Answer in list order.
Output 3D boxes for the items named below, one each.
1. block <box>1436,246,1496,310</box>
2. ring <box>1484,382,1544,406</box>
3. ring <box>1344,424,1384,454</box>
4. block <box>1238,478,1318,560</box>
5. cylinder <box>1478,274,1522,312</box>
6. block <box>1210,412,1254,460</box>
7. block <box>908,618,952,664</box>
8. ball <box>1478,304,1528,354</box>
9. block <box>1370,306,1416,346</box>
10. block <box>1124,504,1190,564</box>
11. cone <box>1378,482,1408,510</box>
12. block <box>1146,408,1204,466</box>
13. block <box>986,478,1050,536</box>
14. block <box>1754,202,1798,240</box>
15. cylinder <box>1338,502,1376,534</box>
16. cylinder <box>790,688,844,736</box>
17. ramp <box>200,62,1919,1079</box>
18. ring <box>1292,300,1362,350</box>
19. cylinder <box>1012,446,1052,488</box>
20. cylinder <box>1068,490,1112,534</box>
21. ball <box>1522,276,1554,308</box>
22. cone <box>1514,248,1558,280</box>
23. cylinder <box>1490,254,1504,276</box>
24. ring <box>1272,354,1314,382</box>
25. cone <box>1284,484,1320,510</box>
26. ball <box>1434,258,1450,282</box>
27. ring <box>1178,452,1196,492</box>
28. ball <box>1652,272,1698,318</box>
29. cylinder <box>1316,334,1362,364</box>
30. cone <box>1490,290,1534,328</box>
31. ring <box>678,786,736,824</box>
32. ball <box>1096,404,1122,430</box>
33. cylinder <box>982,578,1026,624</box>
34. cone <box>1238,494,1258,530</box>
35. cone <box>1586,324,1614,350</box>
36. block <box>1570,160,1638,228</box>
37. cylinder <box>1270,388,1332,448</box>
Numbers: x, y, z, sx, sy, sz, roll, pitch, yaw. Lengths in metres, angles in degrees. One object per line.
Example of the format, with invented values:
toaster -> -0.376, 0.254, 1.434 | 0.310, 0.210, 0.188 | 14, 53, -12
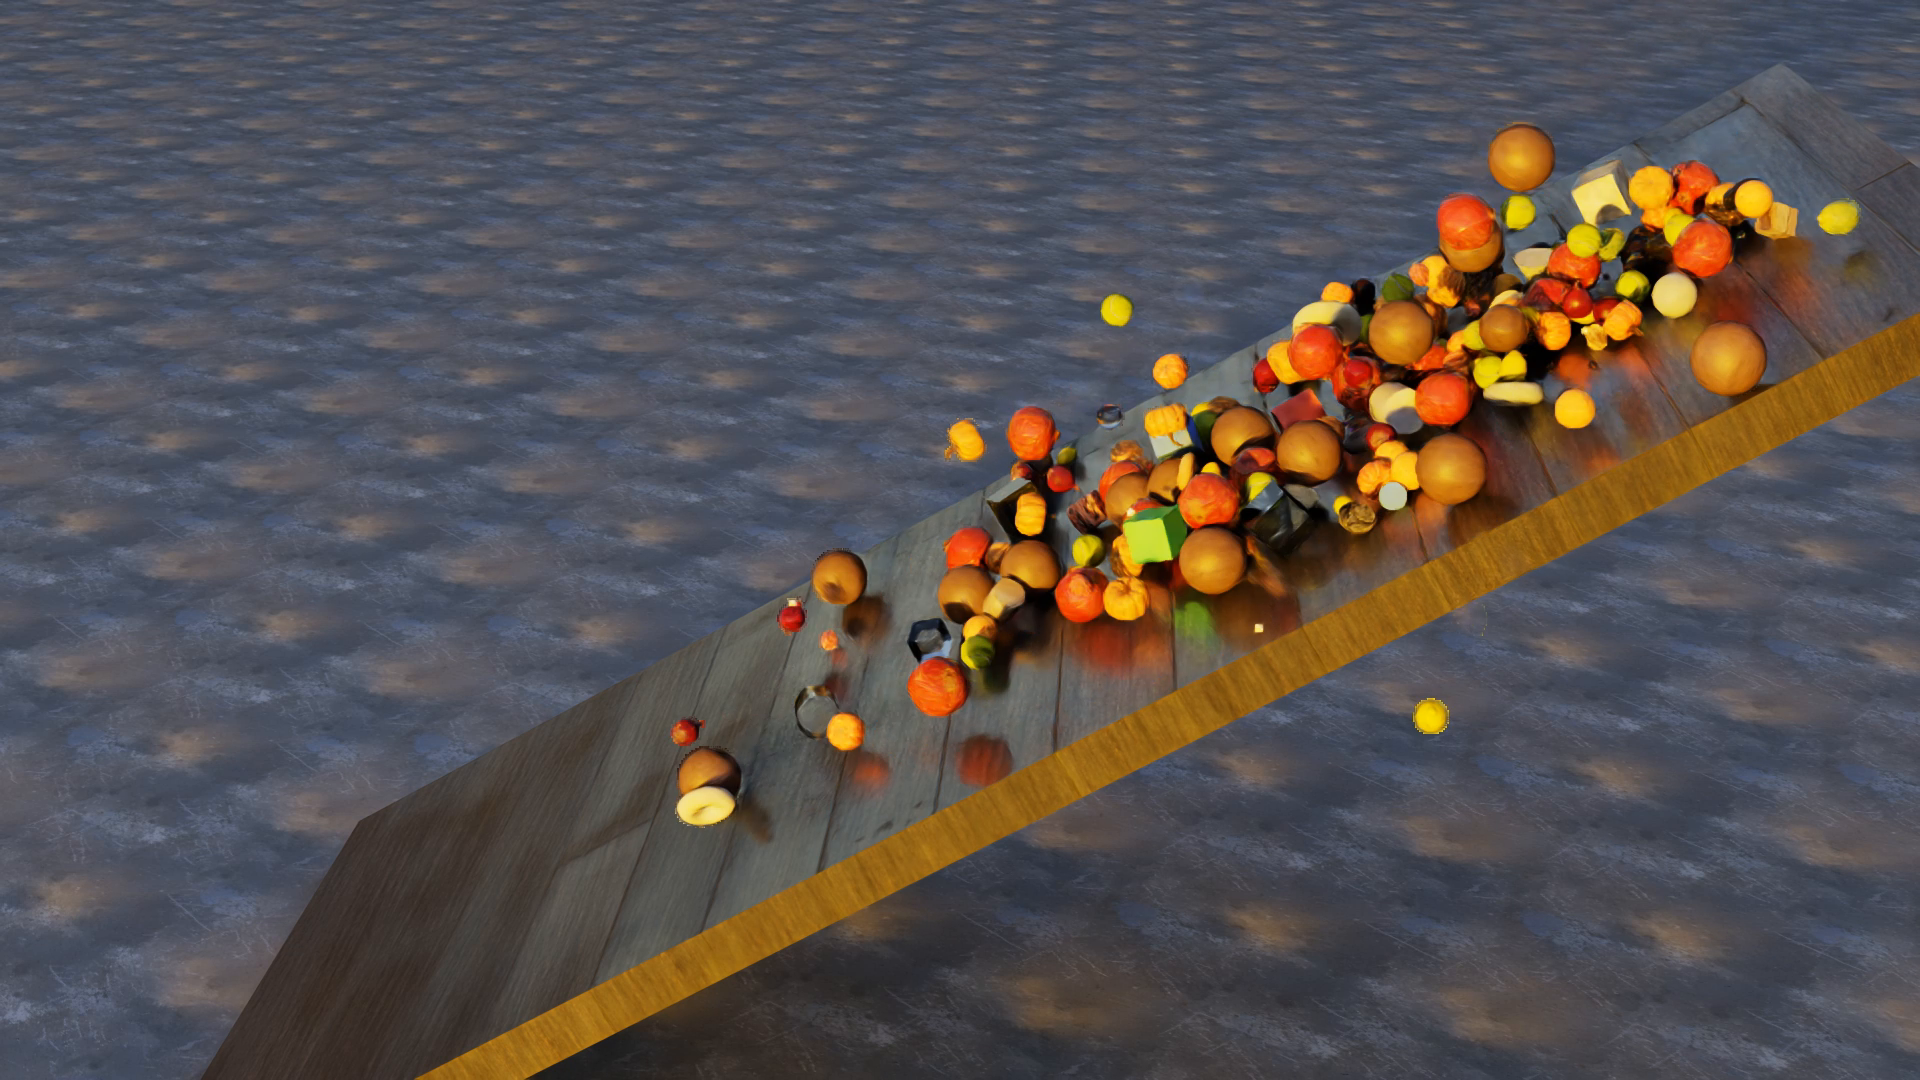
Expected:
block -> 1.101, -0.567, 6.361 | 0.092, 0.092, 0.092 | -18, 11, 28
ring -> 1.052, -0.277, 5.584 | 0.115, 0.038, 0.115 | 0, -4, 0
ring -> 0.813, -0.204, 5.916 | 0.089, 0.030, 0.089 | -30, 13, 8
block -> 0.605, -0.039, 5.585 | 0.095, 0.095, 0.095 | 40, 9, -18
cylinder -> 1.133, -0.511, 6.161 | 0.077, 0.077, 0.077 | -3, -8, -9
block -> 0.589, -0.225, 6.358 | 0.068, 0.068, 0.068 | -28, 15, 12
block -> -0.061, 0.209, 6.075 | 0.063, 0.063, 0.063 | -11, 38, 23
ball -> 1.054, -0.410, 5.704 | 0.096, 0.096, 0.096 | 0, 18, 0
block -> 0.913, -0.453, 6.213 | 0.058, 0.058, 0.058 | 40, 18, 30
block -> 0.389, -0.011, 5.816 | 0.087, 0.087, 0.087 | -8, 15, 31
cone -> 0.810, -0.076, 5.505 | 0.054, 0.054, 0.054 | 2, -10, 7
block -> 0.453, -0.215, 6.199 | 0.082, 0.082, 0.082 | -24, -20, 17
block -> 0.134, -0.076, 6.728 | 0.093, 0.093, 0.093 | -34, 15, -12
block -> 1.574, -0.615, 5.671 | 0.053, 0.053, 0.053 | 15, -9, -28
cylinder -> 0.737, -0.042, 5.461 | 0.054, 0.054, 0.054 | -4, 7, -12
cylinder -> -0.297, 0.359, 6.124 | 0.093, 0.093, 0.093 | -6, -4, -18
ramp -> 0.142, 0.168, 6.284 | 4.000, 0.100, 2.000 | -28, 15, 12
ring -> 0.774, -0.452, 6.193 | 0.146, 0.146, 0.049 | 1, 59, 4
cylinder -> 0.172, -0.171, 6.995 | 0.076, 0.076, 0.076 | 8, 33, 23
cylinder -> 0.282, -0.061, 6.405 | 0.070, 0.070, 0.070 | -34, 6, 23
ball -> 1.199, -0.514, 6.103 | 0.066, 0.066, 0.066 | 0, 18, 0
cone -> 1.211, -0.553, 6.174 | 0.090, 0.090, 0.090 | -8, 31, 5
cylinder -> 1.158, -0.591, 6.469 | 0.055, 0.055, 0.055 | -38, 20, 4
ring -> 0.743, -0.386, 6.570 | 0.097, 0.032, 0.097 | 14, 27, -8
cone -> 0.655, -0.058, 5.736 | 0.076, 0.076, 0.076 | 9, 64, 26
ball -> 1.100, -0.605, 6.628 | 0.059, 0.059, 0.059 | 0, 18, 0
ring -> 0.462, -0.138, 5.979 | 0.027, 0.081, 0.081 | 10, 20, 13
ball -> 1.357, -0.465, 5.585 | 0.085, 0.085, 0.085 | 0, 18, 0
cylinder -> 0.843, -0.445, 6.567 | 0.076, 0.076, 0.076 | 17, 46, 41
cone -> 1.154, -0.466, 6.073 | 0.096, 0.096, 0.096 | 10, 7, 28
ring -> -0.513, 0.538, 5.950 | 0.118, 0.118, 0.039 | -5, 57, -15
ball -> 0.316, -0.261, 6.214 | 0.055, 0.055, 0.055 | 0, 18, 0
cylinder -> 0.090, 0.126, 6.076 | 0.069, 0.069, 0.069 | 11, 56, -17
cone -> 0.602, -0.061, 5.796 | 0.080, 0.080, 0.080 | 9, 20, 26
cone -> 1.247, -0.396, 5.683 | 0.052, 0.052, 0.052 | -15, 24, -37
block -> 1.340, -0.719, 6.110 | 0.093, 0.093, 0.093 | -21, 16, 32
cylinder -> 0.714, -0.255, 6.162 | 0.093, 0.093, 0.093 | -30, 20, 2
